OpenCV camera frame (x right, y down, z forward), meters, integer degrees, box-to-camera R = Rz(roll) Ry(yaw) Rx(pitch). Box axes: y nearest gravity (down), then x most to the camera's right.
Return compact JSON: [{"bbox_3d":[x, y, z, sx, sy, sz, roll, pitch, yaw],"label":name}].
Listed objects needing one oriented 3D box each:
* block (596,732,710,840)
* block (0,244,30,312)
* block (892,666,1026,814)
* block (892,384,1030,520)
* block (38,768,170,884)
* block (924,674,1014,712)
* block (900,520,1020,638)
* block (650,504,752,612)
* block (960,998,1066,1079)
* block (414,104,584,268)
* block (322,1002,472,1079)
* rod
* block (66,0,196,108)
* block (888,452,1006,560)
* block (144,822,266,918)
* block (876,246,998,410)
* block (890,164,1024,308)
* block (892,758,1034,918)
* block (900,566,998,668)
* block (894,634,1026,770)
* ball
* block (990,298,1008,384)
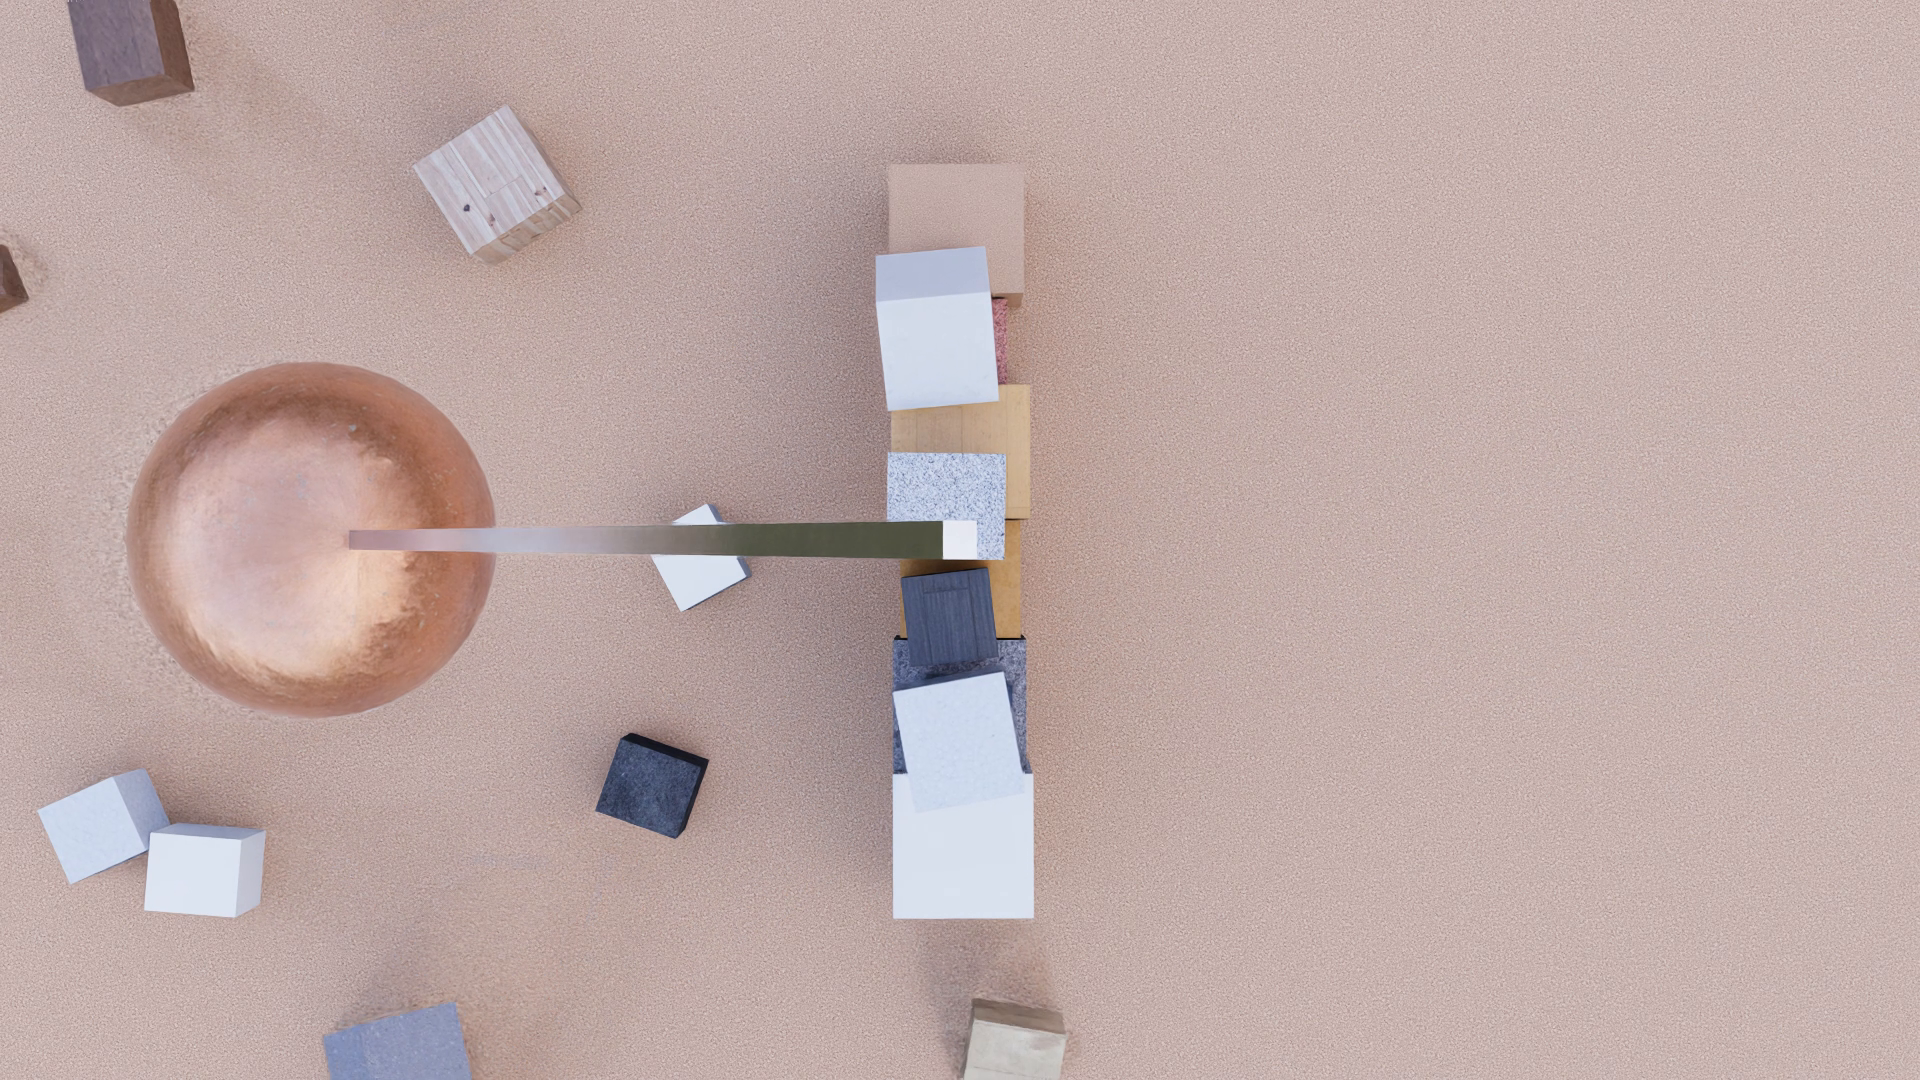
[{"bbox_3d":[-1.785,1.425,12.792,0.491,0.417,0.438,19,90,0],"label":"block"},{"bbox_3d":[-5.724,-1.509,12.836,0.345,0.329,0.346,-23,90,0],"label":"block"},{"bbox_3d":[-0.004,1.042,11.582,0.580,0.562,0.634,-10,90,0],"label":"block"},{"bbox_3d":[0.005,-0.491,12.610,0.771,0.780,0.743,0,90,0],"label":"block"},{"bbox_3d":[-4.938,1.652,12.751,0.470,0.499,0.461,-24,90,0],"label":"block"},{"bbox_3d":[0.030,0.996,12.089,0.479,0.452,0.465,5,90,0],"label":"block"},{"bbox_3d":[0.002,0.220,12.647,0.672,0.707,0.653,0,90,0],"label":"block"},{"bbox_3d":[-1.523,0.101,12.795,0.424,0.411,0.475,-28,90,0],"label":"block"},{"bbox_3d":[0.298,2.997,12.702,0.529,0.595,0.501,10,90,0],"label":"block"},{"bbox_3d":[-2.659,-2.034,12.705,0.639,0.590,0.599,-33,90,0],"label":"block"},{"bbox_3d":[-3.203,3.020,12.559,0.586,0.547,0.571,-7,77,-39],"label":"block"},{"bbox_3d":[-1.248,0.000,6.853,0.080,5.200,0.080,0,90,-29],"label":"rod"},{"bbox_3d":[-4.802,-2.867,12.752,0.460,0.497,0.537,-12,90,0],"label":"block"},{"bbox_3d":[-0.073,-0.180,11.948,0.626,0.545,0.562,1,90,0],"label":"block"},{"bbox_3d":[-4.380,1.914,12.778,0.520,0.445,0.444,5,90,0],"label":"block"},{"bbox_3d":[-0.126,-1.158,11.993,0.604,0.616,0.645,-5,120,1],"label":"block"},{"bbox_3d":[-0.019,-1.734,12.617,0.750,0.765,0.716,0,90,0],"label":"block"},{"bbox_3d":[0.018,1.690,12.568,0.775,0.865,0.796,0,90,0],"label":"block"},{"bbox_3d":[-0.057,0.418,12.068,0.477,0.451,0.482,-7,90,0],"label":"block"},{"bbox_3d":[-0.001,0.923,12.657,0.747,0.685,0.726,0,90,0],"label":"block"},{"bbox_3d":[-2.880,0.000,9.836,1.600,1.600,1.600,0,90,0],"label":"ball"},{"bbox_3d":[0.015,-1.115,12.712,0.502,0.576,0.492,0,90,0],"label":"block"}]
